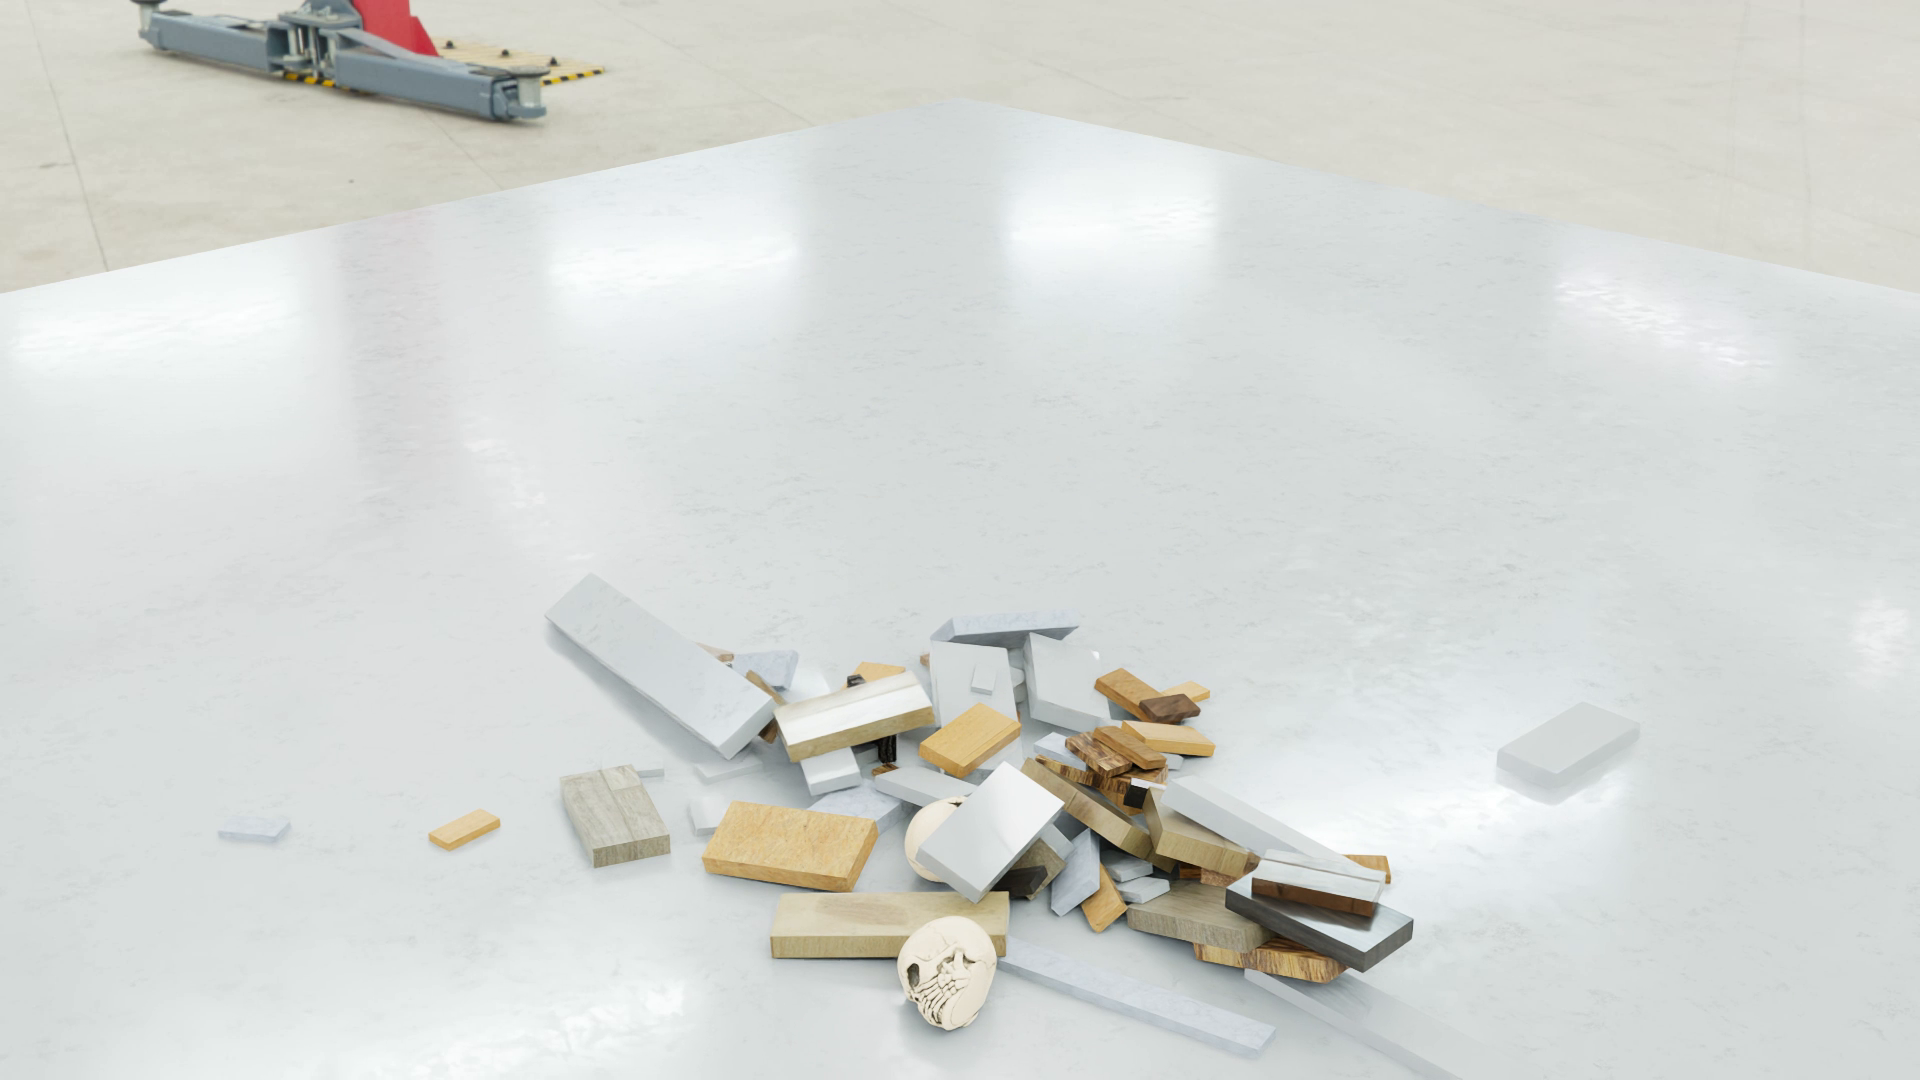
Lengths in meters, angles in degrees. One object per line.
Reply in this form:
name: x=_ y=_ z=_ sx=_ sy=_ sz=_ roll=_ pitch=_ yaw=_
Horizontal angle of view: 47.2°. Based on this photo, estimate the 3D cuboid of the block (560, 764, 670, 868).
block: x=-0.694 y=0.550 z=4.409 sx=0.153 sy=0.043 sz=0.305 roll=-9 pitch=25 yaw=-20

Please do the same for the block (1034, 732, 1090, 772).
block: x=0.226 y=0.438 z=4.546 sx=0.134 sy=0.019 sz=0.067 roll=18 pitch=29 yaw=36

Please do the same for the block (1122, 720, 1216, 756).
block: x=0.441 y=0.421 z=4.662 sx=0.185 sy=0.026 sz=0.093 roll=8 pitch=16 yaw=-31

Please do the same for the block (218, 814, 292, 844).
block: x=-1.405 y=0.576 z=4.380 sx=0.124 sy=0.018 sz=0.062 roll=4 pitch=23 yaw=10

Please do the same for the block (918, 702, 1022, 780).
block: x=0.022 y=0.414 z=4.557 sx=0.109 sy=0.031 sz=0.219 roll=26 pitch=33 yaw=25

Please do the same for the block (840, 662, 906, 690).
block: x=-0.204 y=0.336 z=4.931 sx=0.104 sy=0.030 sz=0.209 roll=7 pitch=24 yaw=15

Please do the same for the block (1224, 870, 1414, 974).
block: x=0.627 y=0.653 z=3.847 sx=0.294 sy=0.042 sz=0.147 roll=21 pitch=30 yaw=40

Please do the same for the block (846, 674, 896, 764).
block: x=-0.190 y=0.382 z=4.722 sx=0.030 sy=0.108 sz=0.215 roll=-9 pitch=25 yaw=-21

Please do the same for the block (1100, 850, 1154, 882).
block: x=0.299 y=0.623 z=4.211 sx=0.072 sy=0.020 sz=0.143 roll=-11 pitch=8 yaw=-28

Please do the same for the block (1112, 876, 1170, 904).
block: x=0.319 y=0.654 z=4.132 sx=0.072 sy=0.020 sz=0.143 roll=-18 pitch=9 yaw=-36

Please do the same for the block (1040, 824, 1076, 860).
block: x=0.141 y=0.582 z=4.285 sx=0.096 sy=0.027 sz=0.192 roll=-45 pitch=33 yaw=-3

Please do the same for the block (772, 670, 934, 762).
block: x=-0.223 y=0.367 z=4.588 sx=0.308 sy=0.044 sz=0.154 roll=-15 pitch=28 yaw=-11

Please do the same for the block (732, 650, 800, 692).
block: x=-0.432 y=0.289 z=4.803 sx=0.175 sy=0.025 sz=0.088 roll=-7 pitch=56 yaw=39

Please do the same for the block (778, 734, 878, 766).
block: x=-0.282 y=0.432 z=4.704 sx=0.108 sy=0.030 sz=0.215 roll=-18 pitch=29 yaw=-36

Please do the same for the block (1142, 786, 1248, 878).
block: x=0.447 y=0.557 z=4.221 sx=0.165 sy=0.047 sz=0.329 roll=17 pitch=7 yaw=-2

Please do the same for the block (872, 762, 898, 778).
block: x=-0.135 y=0.493 z=4.581 sx=0.047 sy=0.013 sz=0.095 roll=-20 pitch=30 yaw=-39

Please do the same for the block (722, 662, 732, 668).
block: x=-0.559 y=0.300 z=4.965 sx=0.140 sy=0.020 sz=0.070 roll=7 pitch=24 yaw=15

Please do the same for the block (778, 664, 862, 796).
block: x=-0.305 y=0.396 z=4.637 sx=0.104 sy=0.030 sz=0.454 roll=-13 pitch=28 yaw=-9

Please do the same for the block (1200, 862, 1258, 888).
block: x=0.562 y=0.639 z=4.140 sx=0.214 sy=0.030 sz=0.107 roll=11 pitch=8 yaw=5

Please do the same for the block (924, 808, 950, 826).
block: x=-0.043 y=0.541 z=4.430 sx=0.050 sy=0.014 sz=0.101 roll=-5 pitch=24 yaw=-11

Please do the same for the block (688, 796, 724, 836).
block: x=-0.508 y=0.555 z=4.430 sx=0.062 sy=0.018 sz=0.124 roll=-6 pitch=24 yaw=-13

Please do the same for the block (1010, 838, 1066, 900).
block: x=0.120 y=0.605 z=4.229 sx=0.096 sy=0.027 sz=0.192 roll=-45 pitch=33 yaw=-3

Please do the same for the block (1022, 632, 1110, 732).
block: x=0.234 y=0.319 z=4.881 sx=0.167 sy=0.047 sz=0.335 roll=17 pitch=21 yaw=-9

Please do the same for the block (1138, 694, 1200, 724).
block: x=0.457 y=0.366 z=4.789 sx=0.126 sy=0.018 sz=0.063 roll=-6 pitch=34 yaw=-35

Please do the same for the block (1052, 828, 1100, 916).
block: x=0.220 y=0.628 z=4.172 sx=0.096 sy=0.027 sz=0.192 roll=-39 pitch=15 yaw=18

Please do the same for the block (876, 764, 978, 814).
block: x=-0.061 y=0.500 z=4.413 sx=0.104 sy=0.030 sz=0.209 roll=-13 pitch=18 yaw=-42

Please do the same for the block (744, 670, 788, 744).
block: x=-0.427 y=0.355 z=4.710 sx=0.025 sy=0.088 sz=0.175 roll=30 pitch=5 yaw=-40

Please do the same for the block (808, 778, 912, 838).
block: x=-0.233 y=0.564 z=4.380 sx=0.143 sy=0.041 sz=0.286 roll=14 pitch=27 yaw=30

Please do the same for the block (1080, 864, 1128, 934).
block: x=0.260 y=0.667 z=4.107 sx=0.072 sy=0.020 sz=0.143 roll=-42 pitch=26 yaw=6

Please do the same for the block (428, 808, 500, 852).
block: x=-0.986 y=0.577 z=4.379 sx=0.064 sy=0.018 sz=0.128 roll=18 pitch=29 yaw=36
